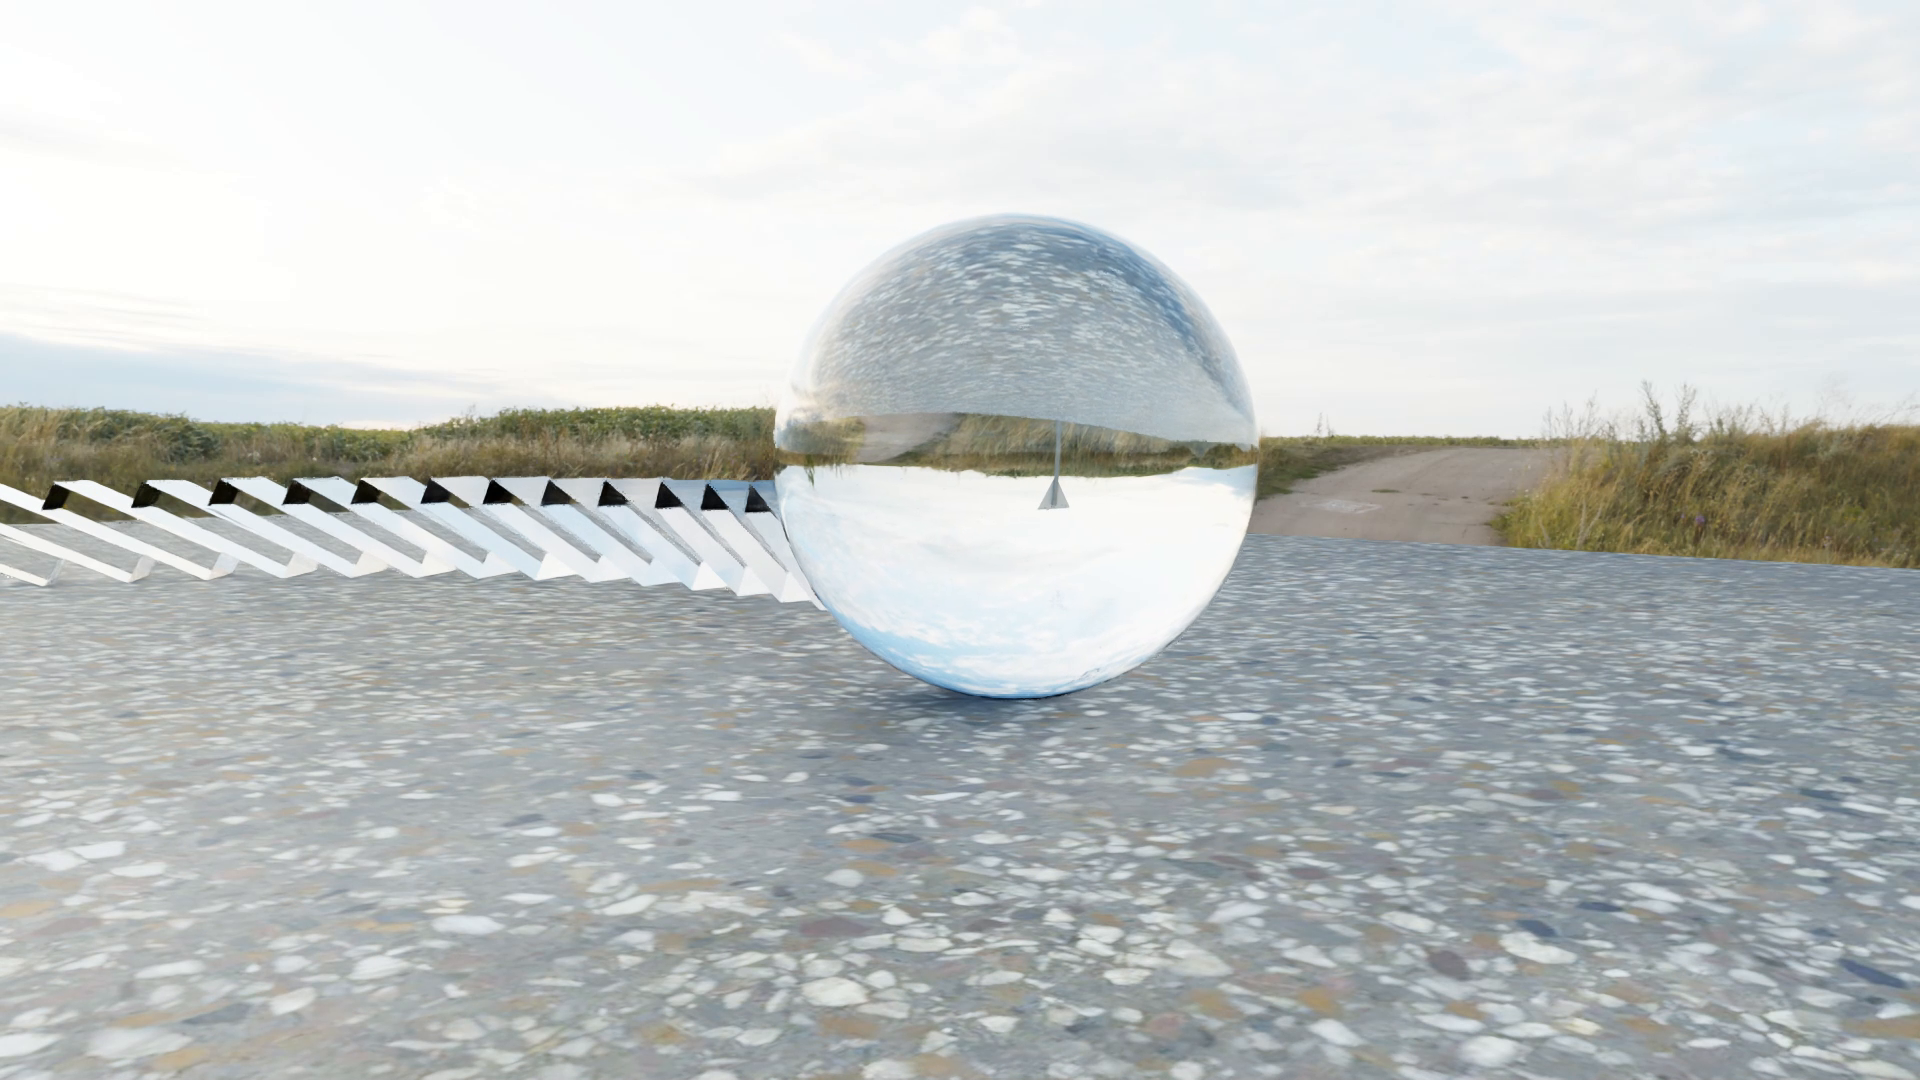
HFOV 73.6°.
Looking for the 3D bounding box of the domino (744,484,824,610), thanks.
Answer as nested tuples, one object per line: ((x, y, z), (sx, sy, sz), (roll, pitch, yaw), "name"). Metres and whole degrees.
((-0.037, 0.001, 0.350), (0.025, 0.009, 0.050), (-3, 33, -34), "domino")

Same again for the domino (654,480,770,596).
((-0.067, -0.002, 0.381), (0.025, 0.009, 0.050), (-4, 33, -43), "domino")

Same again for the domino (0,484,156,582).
((-0.278, -0.003, 0.396), (0.050, 0.009, 0.025), (27, -5, -19), "domino")

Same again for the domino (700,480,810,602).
((-0.051, -0.001, 0.366), (0.025, 0.010, 0.050), (-3, 33, -39), "domino")

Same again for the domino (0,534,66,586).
((-0.297, -0.001, 0.383), (0.050, 0.010, 0.025), (26, -8, -27), "domino")

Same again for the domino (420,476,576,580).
((-0.147, -0.005, 0.418), (0.050, 0.009, 0.025), (30, 13, 15), "domino")

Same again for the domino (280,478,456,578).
((-0.192, -0.005, 0.421), (0.050, 0.010, 0.025), (28, 6, 3), "domino")

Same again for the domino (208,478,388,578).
((-0.214, -0.005, 0.419), (0.050, 0.009, 0.025), (27, 4, -2), "domino")

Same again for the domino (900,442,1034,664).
((0.001, 0.002, 0.261), (0.025, 0.050, 0.009), (0, -39, -3), "domino")

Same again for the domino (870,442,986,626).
((-0.009, -0.002, 0.314), (0.025, 0.050, 0.010), (0, -39, -6), "domino")

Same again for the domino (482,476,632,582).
((-0.126, -0.004, 0.412), (0.050, 0.010, 0.025), (31, 17, 21), "domino")

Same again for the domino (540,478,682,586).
((-0.106, -0.003, 0.404), (0.050, 0.009, 0.025), (33, 20, 25), "domino")

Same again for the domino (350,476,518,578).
((-0.170, -0.005, 0.420), (0.050, 0.010, 0.025), (28, 9, 8), "domino")

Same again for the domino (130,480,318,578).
((-0.236, -0.004, 0.415), (0.050, 0.010, 0.025), (26, 2, -6), "domino")

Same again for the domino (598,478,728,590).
((-0.086, -0.003, 0.394), (0.050, 0.010, 0.025), (36, 24, 31), "domino")

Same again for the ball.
((0.009, -0.014, 0.214), (0.080, 0.080, 0.080), (0, 4, 0), "ball")

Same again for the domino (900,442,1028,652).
((0.000, 0.001, 0.274), (0.025, 0.050, 0.009), (0, -39, -3), "domino")

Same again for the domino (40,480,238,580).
((-0.257, -0.003, 0.406), (0.050, 0.010, 0.025), (26, -2, -14), "domino")

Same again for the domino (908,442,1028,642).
((0.001, 0.000, 0.288), (0.025, 0.050, 0.010), (0, -39, -3), "domino")

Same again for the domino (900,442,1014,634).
((-0.001, -0.001, 0.301), (0.025, 0.050, 0.010), (0, -39, -3), "domino")

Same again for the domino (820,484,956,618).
((-0.020, 0.002, 0.333), (0.025, 0.010, 0.050), (-1, 32, -16), "domino")
